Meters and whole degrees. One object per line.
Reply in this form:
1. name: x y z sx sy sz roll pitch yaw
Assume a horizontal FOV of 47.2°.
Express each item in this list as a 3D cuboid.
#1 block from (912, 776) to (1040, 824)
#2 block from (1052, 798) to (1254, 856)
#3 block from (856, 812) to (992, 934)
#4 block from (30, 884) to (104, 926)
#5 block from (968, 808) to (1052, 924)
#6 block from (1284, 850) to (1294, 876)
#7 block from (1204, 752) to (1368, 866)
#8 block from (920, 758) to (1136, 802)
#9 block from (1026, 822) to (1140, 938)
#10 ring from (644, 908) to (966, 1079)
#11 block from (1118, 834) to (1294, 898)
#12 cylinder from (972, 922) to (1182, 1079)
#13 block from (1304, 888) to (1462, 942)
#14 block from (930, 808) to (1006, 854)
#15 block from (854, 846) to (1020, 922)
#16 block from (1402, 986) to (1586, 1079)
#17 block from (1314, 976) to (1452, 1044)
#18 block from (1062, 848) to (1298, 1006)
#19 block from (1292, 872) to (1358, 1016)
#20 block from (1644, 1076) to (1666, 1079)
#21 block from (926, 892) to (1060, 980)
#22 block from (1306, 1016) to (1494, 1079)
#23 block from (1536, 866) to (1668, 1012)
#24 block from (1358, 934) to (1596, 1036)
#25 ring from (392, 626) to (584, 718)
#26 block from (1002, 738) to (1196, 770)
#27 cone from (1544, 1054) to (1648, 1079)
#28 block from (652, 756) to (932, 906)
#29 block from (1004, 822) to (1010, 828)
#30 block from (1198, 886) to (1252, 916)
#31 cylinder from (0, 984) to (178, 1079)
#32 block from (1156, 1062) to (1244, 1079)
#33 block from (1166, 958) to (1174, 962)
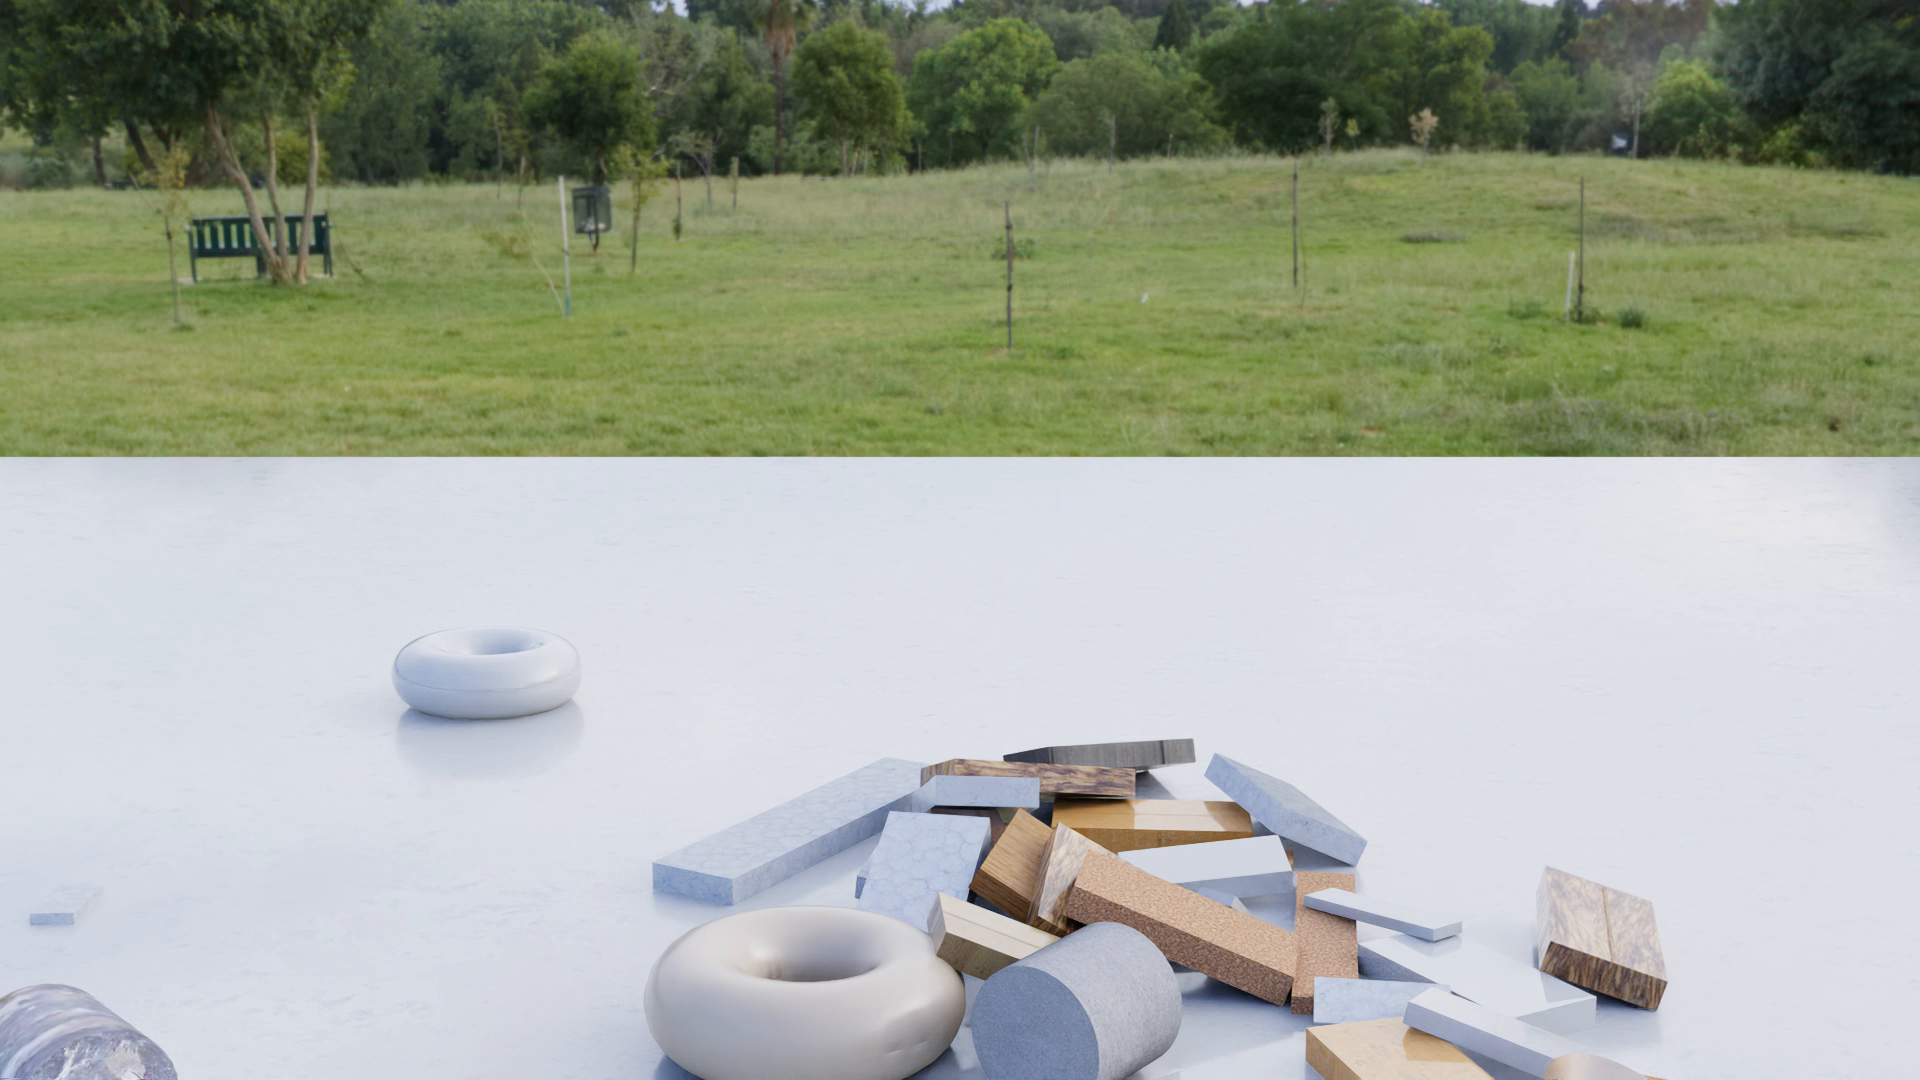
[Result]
1. block: 0.022 0.458 3.857 0.176 0.050 0.352 2 -12 -7
2. block: 0.343 0.515 3.937 0.352 0.050 0.176 1 11 4
3. block: -0.063 0.551 3.419 0.165 0.047 0.330 2 33 12
4. block: -1.458 0.594 3.591 0.070 0.020 0.139 0 11 -3
5. block: 0.112 0.523 3.488 0.136 0.039 0.272 32 19 6
6. block: 0.501 0.555 3.799 0.148 0.021 0.074 2 11 8
7. block: 0.579 0.479 3.941 0.172 0.049 0.345 24 4 -17
8. block: 0.123 0.443 4.018 0.352 0.050 0.176 5 -13 -21
9. block: 0.196 0.561 3.385 0.165 0.047 0.330 30 19 -2
10. ring: -0.214 0.632 3.047 0.446 0.149 0.446 1 10 0
11. block: 0.406 0.551 3.651 0.272 0.039 0.136 -6 18 0
12. cylinder: 0.155 0.630 2.904 0.201 0.201 0.201 8 13 36
13. block: 0.659 0.584 3.438 0.065 0.018 0.270 -7 8 -36
14. block: 0.023 0.505 3.634 0.116 0.033 0.232 3 15 -10
15. block: 0.038 0.568 3.543 0.391 0.039 0.136 9 15 10
16. block: 0.725 0.671 2.985 0.222 0.031 0.111 18 9 27
17. block: 0.596 0.665 3.108 0.191 0.027 0.095 2 30 9
18. block: 0.333 0.576 3.290 0.345 0.049 0.172 22 14 6
19. block: 0.569 0.621 3.426 0.095 0.027 0.551 2 11 9
20. block: 0.897 0.741 2.770 0.111 0.031 0.222 5 12 27
21. block: 0.116 0.605 3.124 0.327 0.046 0.163 22 8 -8
22. block: 0.604 0.719 2.846 0.165 0.047 0.387 -3 11 -15
23. block: 0.972 0.601 3.350 0.172 0.049 0.345 18 14 10
24. block: 0.750 0.650 3.218 0.163 0.046 0.327 -6 12 -28
25. ring: -1.049 0.292 4.893 0.421 0.140 0.421 1 11 0
26. block: 0.268 0.421 4.229 0.331 0.047 0.166 0 -10 -30
27. cone: 0.716 0.750 2.540 0.217 0.217 0.217 11 42 46
28. block: -0.258 0.513 3.956 0.166 0.047 0.733 6 12 30
29. block: 0.048 0.515 3.839 0.140 0.020 0.070 0 11 -2
30. block: 0.423 0.584 3.424 0.065 0.018 0.130 9 -29 39
31. cylinder: -1.093 0.669 2.687 0.202 0.202 0.202 -9 14 -41
32. block: 0.184 0.747 2.697 0.473 0.046 0.163 -8 13 -36
33. block: 0.333 0.631 3.397 0.130 0.018 0.065 -2 11 -9
